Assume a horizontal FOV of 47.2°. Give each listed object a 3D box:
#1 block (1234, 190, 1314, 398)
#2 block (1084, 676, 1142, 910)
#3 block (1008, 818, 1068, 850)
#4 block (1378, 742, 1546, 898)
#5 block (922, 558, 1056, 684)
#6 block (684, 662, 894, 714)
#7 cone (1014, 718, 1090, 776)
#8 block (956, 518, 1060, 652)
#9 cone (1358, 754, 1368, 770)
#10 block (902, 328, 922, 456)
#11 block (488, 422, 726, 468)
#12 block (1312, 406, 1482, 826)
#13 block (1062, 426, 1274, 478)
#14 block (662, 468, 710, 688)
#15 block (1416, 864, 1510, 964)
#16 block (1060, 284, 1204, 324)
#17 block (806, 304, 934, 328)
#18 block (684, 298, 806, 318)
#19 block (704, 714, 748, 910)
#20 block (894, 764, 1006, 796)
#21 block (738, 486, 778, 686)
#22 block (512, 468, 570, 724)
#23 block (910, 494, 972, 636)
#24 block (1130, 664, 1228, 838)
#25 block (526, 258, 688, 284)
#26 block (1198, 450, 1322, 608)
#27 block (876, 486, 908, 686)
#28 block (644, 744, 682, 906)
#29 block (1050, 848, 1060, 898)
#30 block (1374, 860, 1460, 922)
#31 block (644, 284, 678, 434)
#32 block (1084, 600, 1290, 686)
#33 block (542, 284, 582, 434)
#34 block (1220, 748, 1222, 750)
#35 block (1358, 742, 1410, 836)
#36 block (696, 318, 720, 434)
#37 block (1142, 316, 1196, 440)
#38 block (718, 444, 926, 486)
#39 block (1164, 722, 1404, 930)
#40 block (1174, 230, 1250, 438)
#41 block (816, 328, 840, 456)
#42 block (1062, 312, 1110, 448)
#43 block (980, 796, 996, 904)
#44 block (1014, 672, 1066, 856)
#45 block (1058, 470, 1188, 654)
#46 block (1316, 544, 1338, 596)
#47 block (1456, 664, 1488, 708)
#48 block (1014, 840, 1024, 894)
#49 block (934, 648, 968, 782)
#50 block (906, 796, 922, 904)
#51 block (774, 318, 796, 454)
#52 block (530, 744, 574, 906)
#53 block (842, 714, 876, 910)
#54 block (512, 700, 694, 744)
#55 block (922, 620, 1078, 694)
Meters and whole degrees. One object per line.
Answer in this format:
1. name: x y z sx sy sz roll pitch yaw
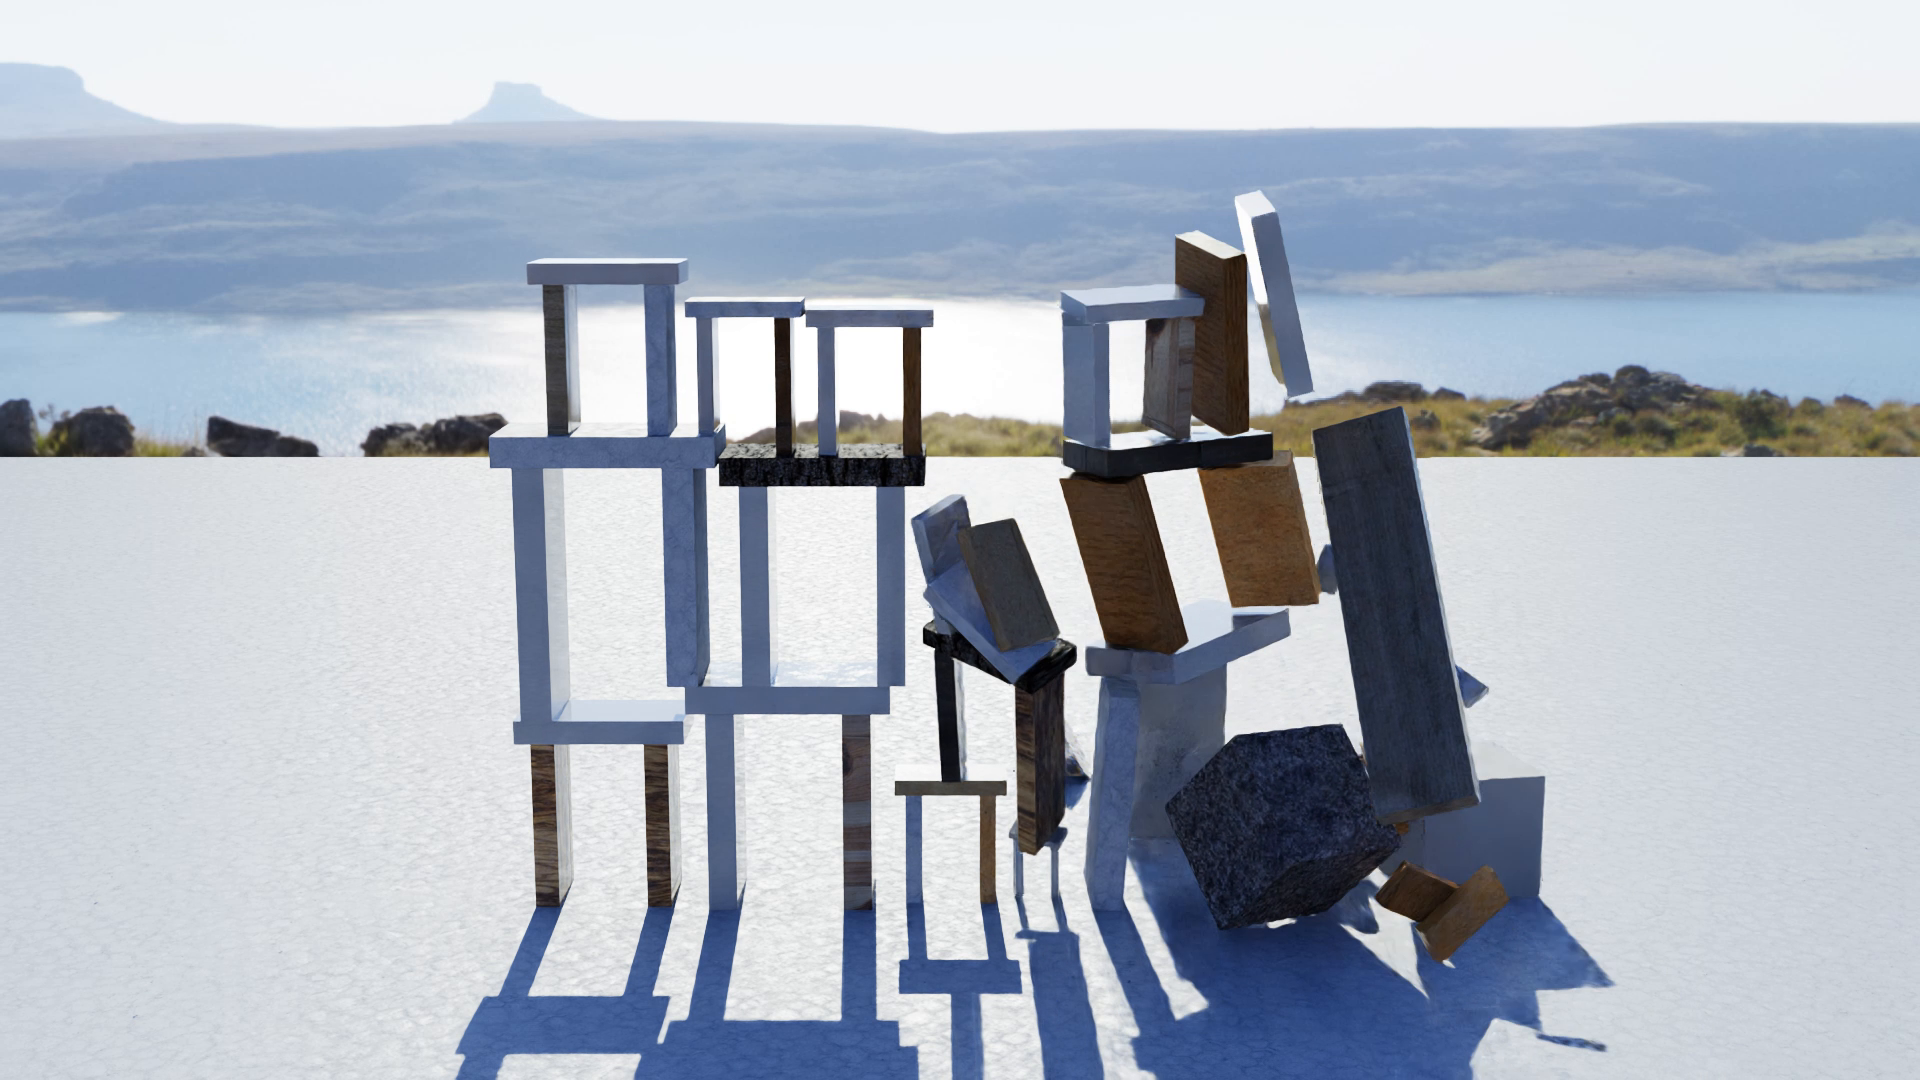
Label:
1. block: 0.497 -0.390 3.483 0.042 0.299 0.149 -14 21 3
2. block: 0.251 0.412 3.642 0.051 0.357 0.179 4 10 -2
3. block: 0.130 0.486 3.650 0.090 0.013 0.045 11 34 20
4. block: 0.842 0.475 3.718 0.208 0.208 0.208 -2 11 -10
5. block: 0.046 0.124 3.414 0.200 0.028 0.100 44 46 10
6. block: -0.277 0.243 3.608 0.329 0.047 0.165 0 11 0
7. cone: 0.168 0.434 4.347 0.133 0.133 0.133 -26 7 9
8. block: 0.075 0.068 3.404 0.100 0.200 0.028 -11 -17 -35
9. cone: 0.810 0.414 4.097 0.175 0.175 0.175 5 10 -1
10. block: -0.076 -0.243 3.515 0.029 0.202 0.101 0 11 0
11. block: -0.562 -0.153 3.536 0.354 0.050 0.177 0 11 0
12. block: 0.666 0.104 3.387 0.149 0.676 0.042 -15 -32 19
13. block: 0.336 -0.146 3.564 0.304 0.043 0.152 -7 12 -24
14. block: -0.444 0.045 3.573 0.050 0.354 0.177 0 11 0
15. block: 0.768 0.571 3.358 0.149 0.074 0.021 -39 33 -10
16. block: 0.271 -0.373 3.463 0.203 0.029 0.101 -6 21 -20
17. block: -0.143 -0.356 3.495 0.202 0.029 0.101 0 11 -1
18. block: -0.340 -0.370 3.493 0.183 0.026 0.091 0 11 0
19. block: -0.387 0.427 3.642 0.047 0.329 0.165 0 11 0
20. block: -0.015 0.397 3.633 0.184 0.026 0.092 0 11 0
21. block: -0.326 0.061 3.573 0.046 0.324 0.162 0 11 0
22. block: -0.680 0.076 3.578 0.050 0.415 0.177 0 11 0
23. block: -0.014 0.039 3.482 0.028 0.200 0.100 8 31 42
24. block: 0.382 0.353 3.939 0.179 0.357 0.051 2 3 -4
25. block: -0.555 -0.425 3.480 0.236 0.033 0.118 0 11 0
26. block: 0.509 -0.016 3.725 0.152 0.304 0.043 -3 39 21
27. block: -0.110 0.061 3.572 0.046 0.324 0.162 0 11 0
28. block: -0.492 0.454 3.649 0.039 0.275 0.138 0 11 0
29. block: 0.159 0.544 3.661 0.013 0.090 0.045 1 14 5
30. block: 0.696 0.537 3.328 0.148 0.074 0.021 27 14 -41
31. block: -0.476 -0.293 3.505 0.033 0.236 0.118 0 11 0
32. block: 0.391 0.171 3.743 0.179 0.051 0.357 5 14 40
33. block: -0.634 -0.293 3.504 0.033 0.236 0.118 0 11 0
34. block: 0.508 0.456 3.860 0.091 0.183 0.026 -6 -11 20
35. block: 0.706 0.411 3.661 0.021 0.148 0.074 -22 21 -3
36. block: -0.402 -0.267 3.513 0.026 0.183 0.091 0 11 0
37. block: 0.334 -0.272 3.529 0.029 0.203 0.101 -9 22 -26
38. block: -0.218 -0.121 3.538 0.324 0.046 0.162 0 11 0
39. block: 0.511 0.454 3.496 0.224 0.224 0.224 -3 -34 -33
40. block: 0.405 -0.331 3.532 0.042 0.299 0.149 -15 27 -21
41. block: -0.211 -0.243 3.514 0.029 0.202 0.101 0 11 0
42. block: 0.200 -0.256 3.485 0.029 0.203 0.101 -9 18 -25
43. block: 0.046 0.500 3.652 0.026 0.184 0.092 0 11 0
44. block: 0.131 0.344 3.551 0.032 0.333 0.113 14 35 24
45. block: 0.266 0.033 3.572 0.043 0.304 0.152 -32 25 -34
46. block: 0.635 0.051 3.777 0.048 0.096 0.014 20 46 8
47. block: 0.825 0.238 3.649 0.048 0.014 0.096 -35 43 -14
48. block: 0.098 0.541 3.670 0.013 0.090 0.045 -1 3 -5
49. block: -0.015 0.269 3.598 0.032 0.226 0.113 -1 17 7
50. block: -0.076 0.500 3.653 0.026 0.184 0.092 0 11 0
51. block: -0.279 -0.250 3.515 0.026 0.217 0.091 0 11 0
52. block: -0.676 0.454 3.649 0.039 0.275 0.138 0 11 0
53. block: -0.167 0.427 3.642 0.047 0.329 0.165 0 11 0
54. block: -0.584 0.299 3.620 0.275 0.039 0.138 0 11 0
55. block: 0.063 0.165 3.496 0.226 0.032 0.113 23 40 34
